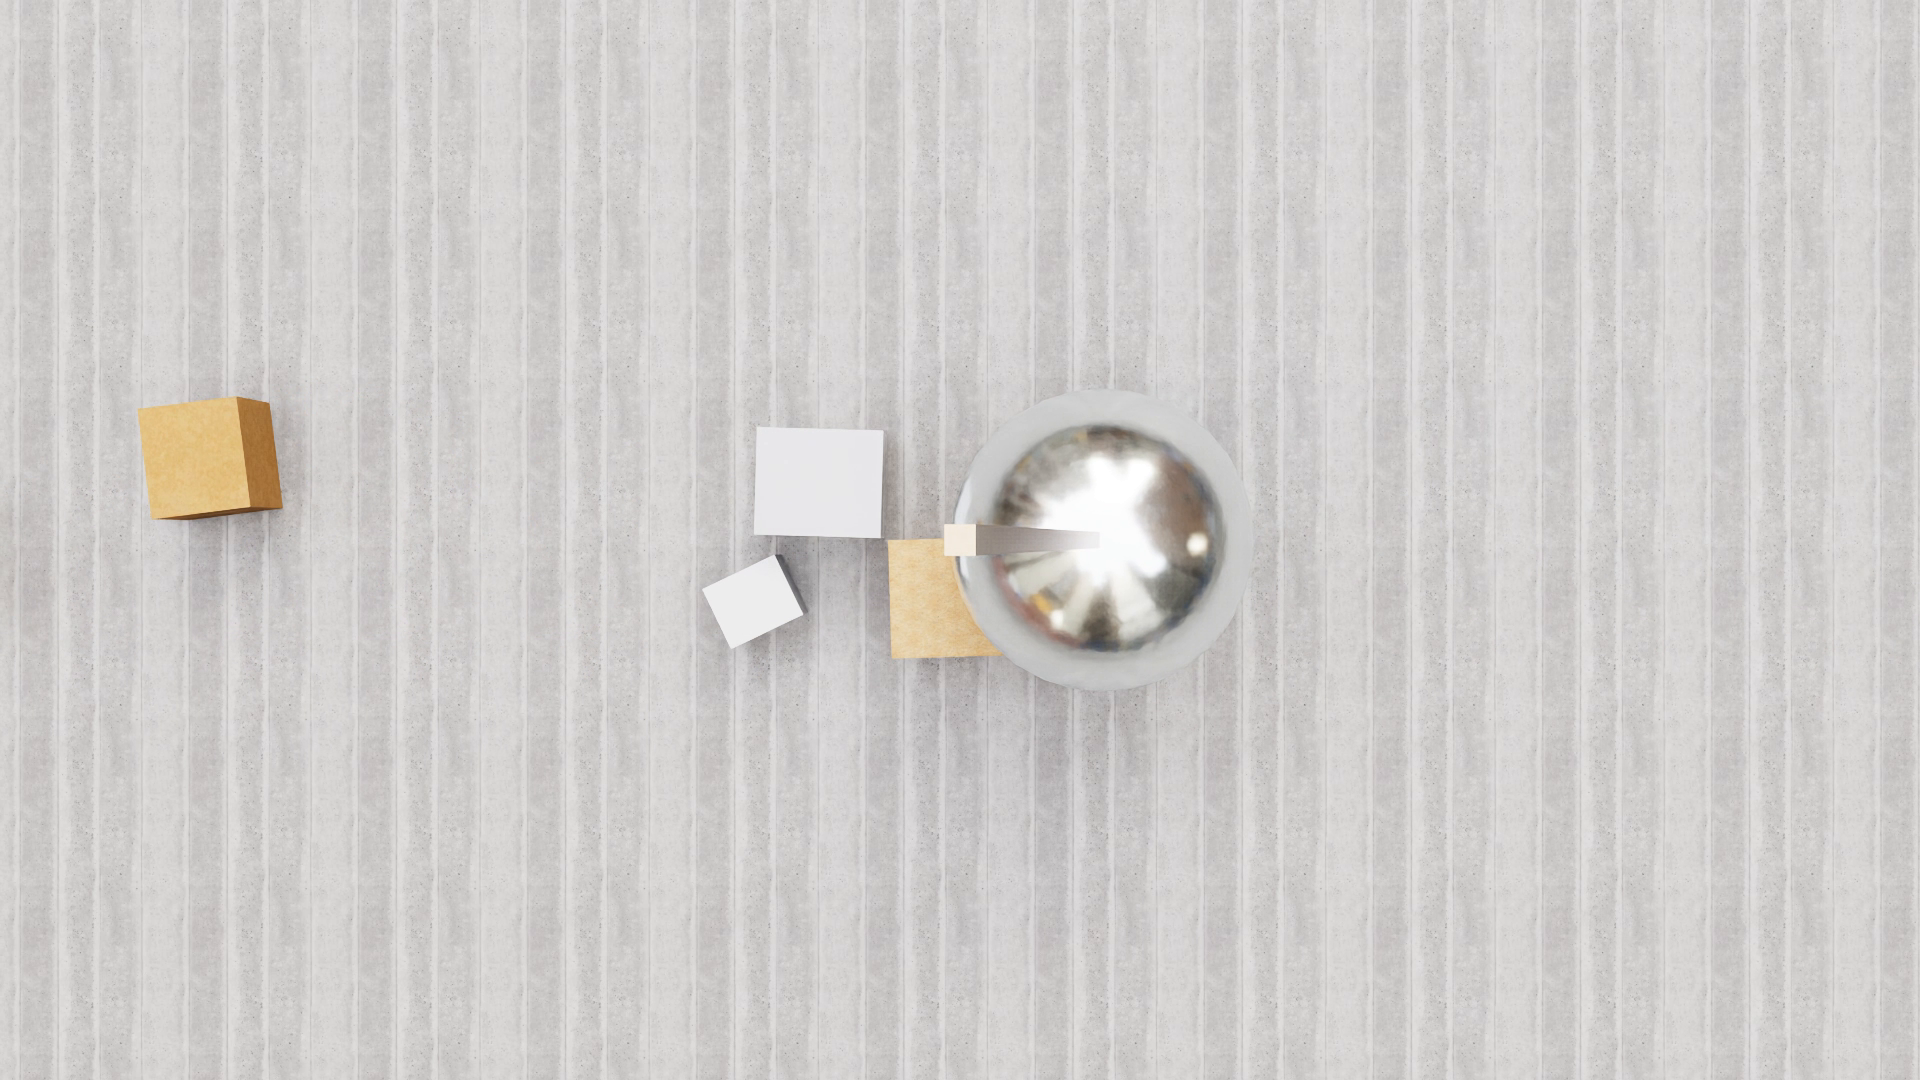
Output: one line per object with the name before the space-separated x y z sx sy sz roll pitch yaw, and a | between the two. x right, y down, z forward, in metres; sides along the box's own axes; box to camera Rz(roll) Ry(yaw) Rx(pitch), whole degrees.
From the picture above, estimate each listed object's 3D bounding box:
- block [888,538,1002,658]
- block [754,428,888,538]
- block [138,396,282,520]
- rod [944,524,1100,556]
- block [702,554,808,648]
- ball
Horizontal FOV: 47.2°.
block | -0.003 0.321 12.648 0.779 0.703 0.663 -2 90 0
block | -0.791 -0.322 12.656 0.707 0.688 0.601 2 90 0
block | -4.321 -0.464 12.700 0.563 0.600 0.628 -7 90 0
rod | 0.323 0.000 8.212 0.080 5.200 0.080 0 90 7
block | -1.181 0.353 12.765 0.455 0.470 0.379 -26 90 0
ball | 0.745 0.000 11.586 1.600 1.600 1.600 0 90 0
